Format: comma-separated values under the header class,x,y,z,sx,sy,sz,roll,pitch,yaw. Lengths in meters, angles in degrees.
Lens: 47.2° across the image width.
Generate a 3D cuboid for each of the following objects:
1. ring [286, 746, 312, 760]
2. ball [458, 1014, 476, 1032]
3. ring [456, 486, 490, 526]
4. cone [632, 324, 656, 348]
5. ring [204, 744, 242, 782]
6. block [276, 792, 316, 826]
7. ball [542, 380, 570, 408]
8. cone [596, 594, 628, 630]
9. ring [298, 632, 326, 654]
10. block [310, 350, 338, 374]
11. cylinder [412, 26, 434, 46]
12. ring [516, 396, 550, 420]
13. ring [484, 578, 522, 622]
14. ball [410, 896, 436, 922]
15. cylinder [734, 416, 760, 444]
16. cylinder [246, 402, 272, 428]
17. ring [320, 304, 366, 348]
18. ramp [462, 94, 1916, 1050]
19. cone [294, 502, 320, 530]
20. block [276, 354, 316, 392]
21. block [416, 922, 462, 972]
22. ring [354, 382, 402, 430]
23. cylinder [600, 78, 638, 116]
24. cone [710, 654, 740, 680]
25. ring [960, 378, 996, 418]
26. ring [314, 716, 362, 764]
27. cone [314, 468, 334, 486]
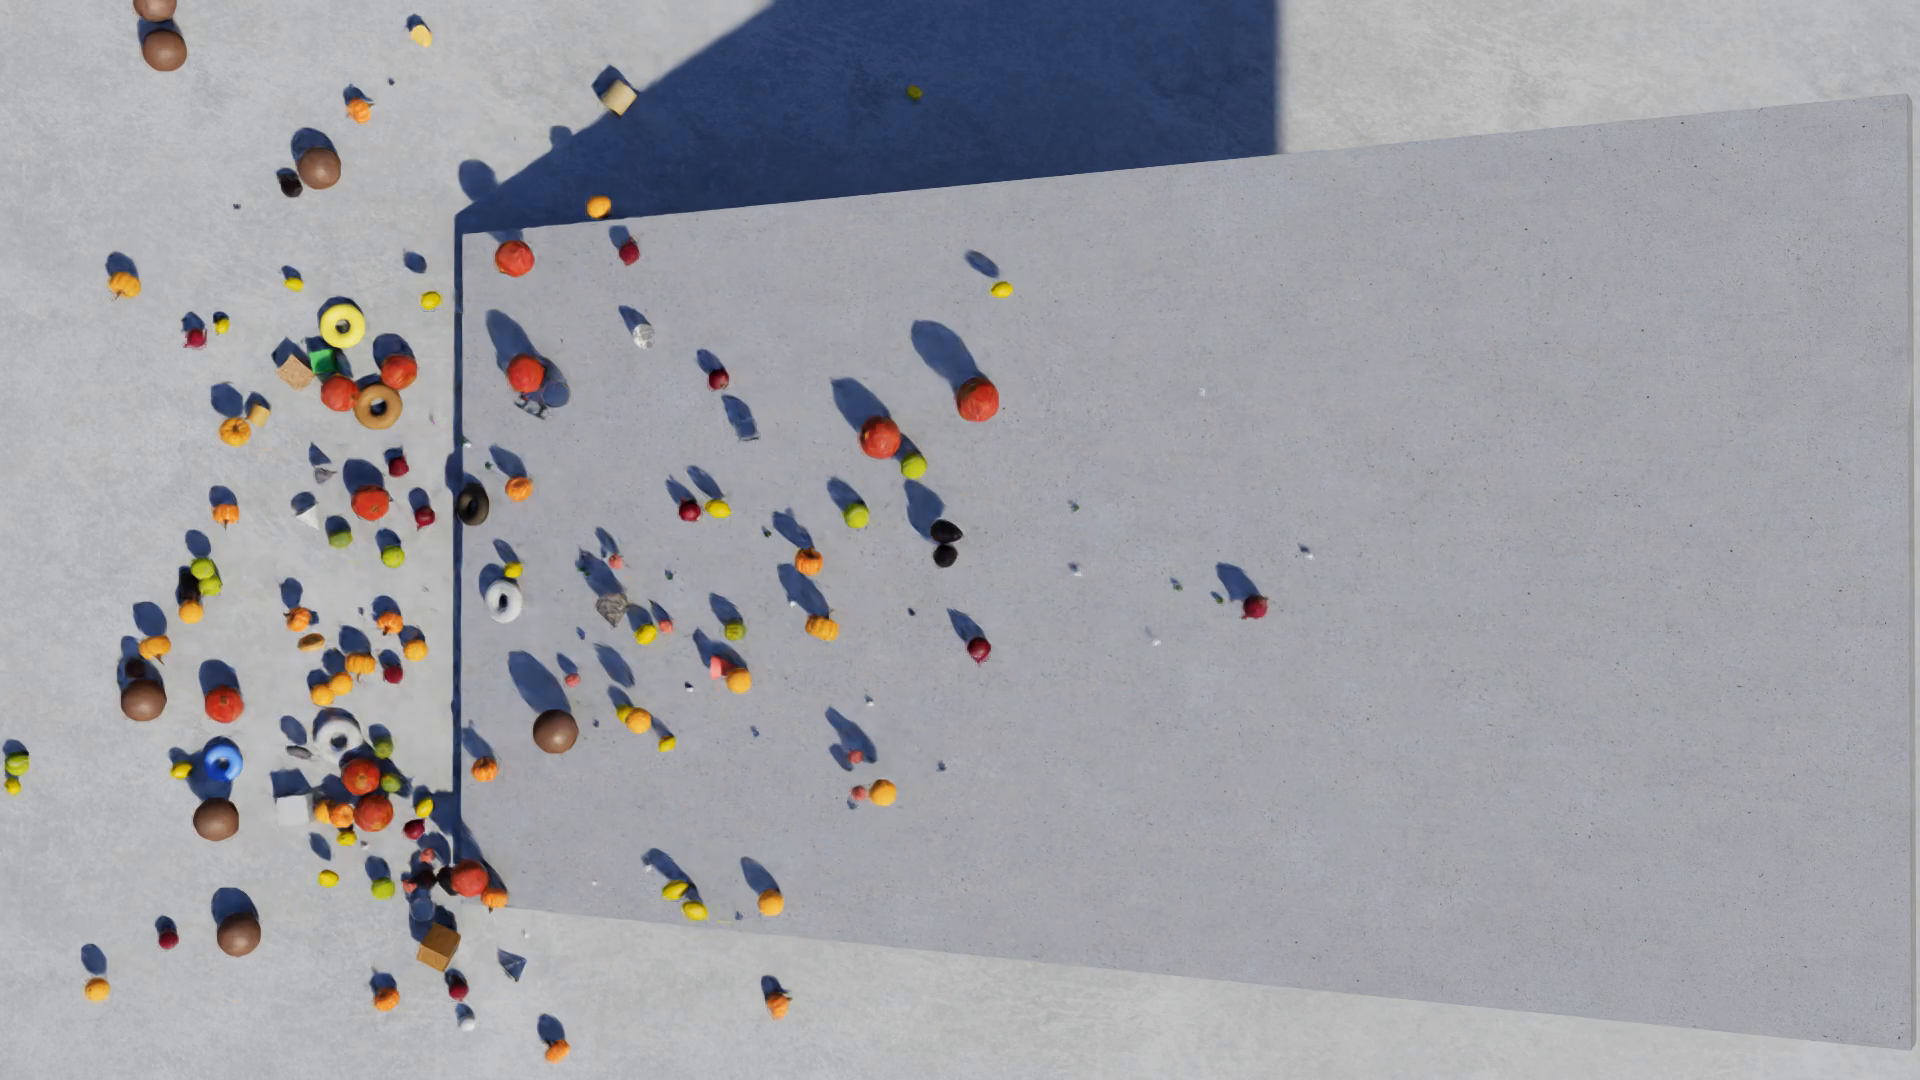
class,x,y,z,sx,sy,sz,roll,pitch,yaw
ring,-1.979,0.636,6.586,0.077,0.077,0.026,16,71,0
ball,-1.484,1.455,6.627,0.051,0.051,0.051,0,89,0
ring,-1.447,-0.101,6.532,0.121,0.040,0.121,0,90,34
cone,-0.911,-0.573,6.235,0.071,0.071,0.071,3,85,-33
ring,-2.225,0.673,6.641,0.116,0.039,0.116,0,91,0
block,-1.995,0.809,6.615,0.086,0.086,0.086,-7,89,0
ball,-1.166,-0.422,6.350,0.084,0.084,0.084,0,89,0
cone,-0.976,0.216,6.200,0.093,0.093,0.093,-14,49,0
ring,-1.939,0.308,6.573,0.081,0.081,0.027,-3,126,0
block,-1.921,-0.538,6.641,0.061,0.061,0.061,-11,89,0
cylinder,-1.625,-1.523,6.647,0.052,0.052,0.052,0,90,2
ring,-1.235,-0.381,6.359,0.112,0.112,0.037,26,86,0
ring,-1.342,0.179,6.468,0.131,0.044,0.131,0,91,30
ball,-1.615,1.110,6.611,0.075,0.075,0.075,0,89,0
cylinder,-0.583,-0.301,6.025,0.054,0.054,0.054,-22,117,0
cylinder,-2.117,-0.377,6.638,0.055,0.055,0.055,29,89,0
ring,-1.867,-0.648,6.650,0.138,0.046,0.138,0,88,0
ramp,0.271,0.075,5.629,4.000,0.100,2.000,0,89,30
cone,-1.957,-0.060,6.643,0.078,0.078,0.078,-30,109,0
block,-2.001,-0.503,6.633,0.076,0.076,0.076,41,90,0
block,-1.561,1.220,6.589,0.090,0.090,0.090,27,134,0
ring,-1.759,-0.405,6.645,0.146,0.049,0.146,0,87,-2
cylinder,-1.030,-1.332,6.628,0.082,0.082,0.082,39,88,0
cone,-0.645,0.353,6.073,0.077,0.077,0.077,4,89,3
ring,0.047,-0.368,5.683,0.103,0.034,0.103,-2,85,27
ring,-1.876,0.604,6.637,0.145,0.048,0.145,0,89,0
cone,-1.900,-0.197,6.606,0.055,0.055,0.055,13,111,37
